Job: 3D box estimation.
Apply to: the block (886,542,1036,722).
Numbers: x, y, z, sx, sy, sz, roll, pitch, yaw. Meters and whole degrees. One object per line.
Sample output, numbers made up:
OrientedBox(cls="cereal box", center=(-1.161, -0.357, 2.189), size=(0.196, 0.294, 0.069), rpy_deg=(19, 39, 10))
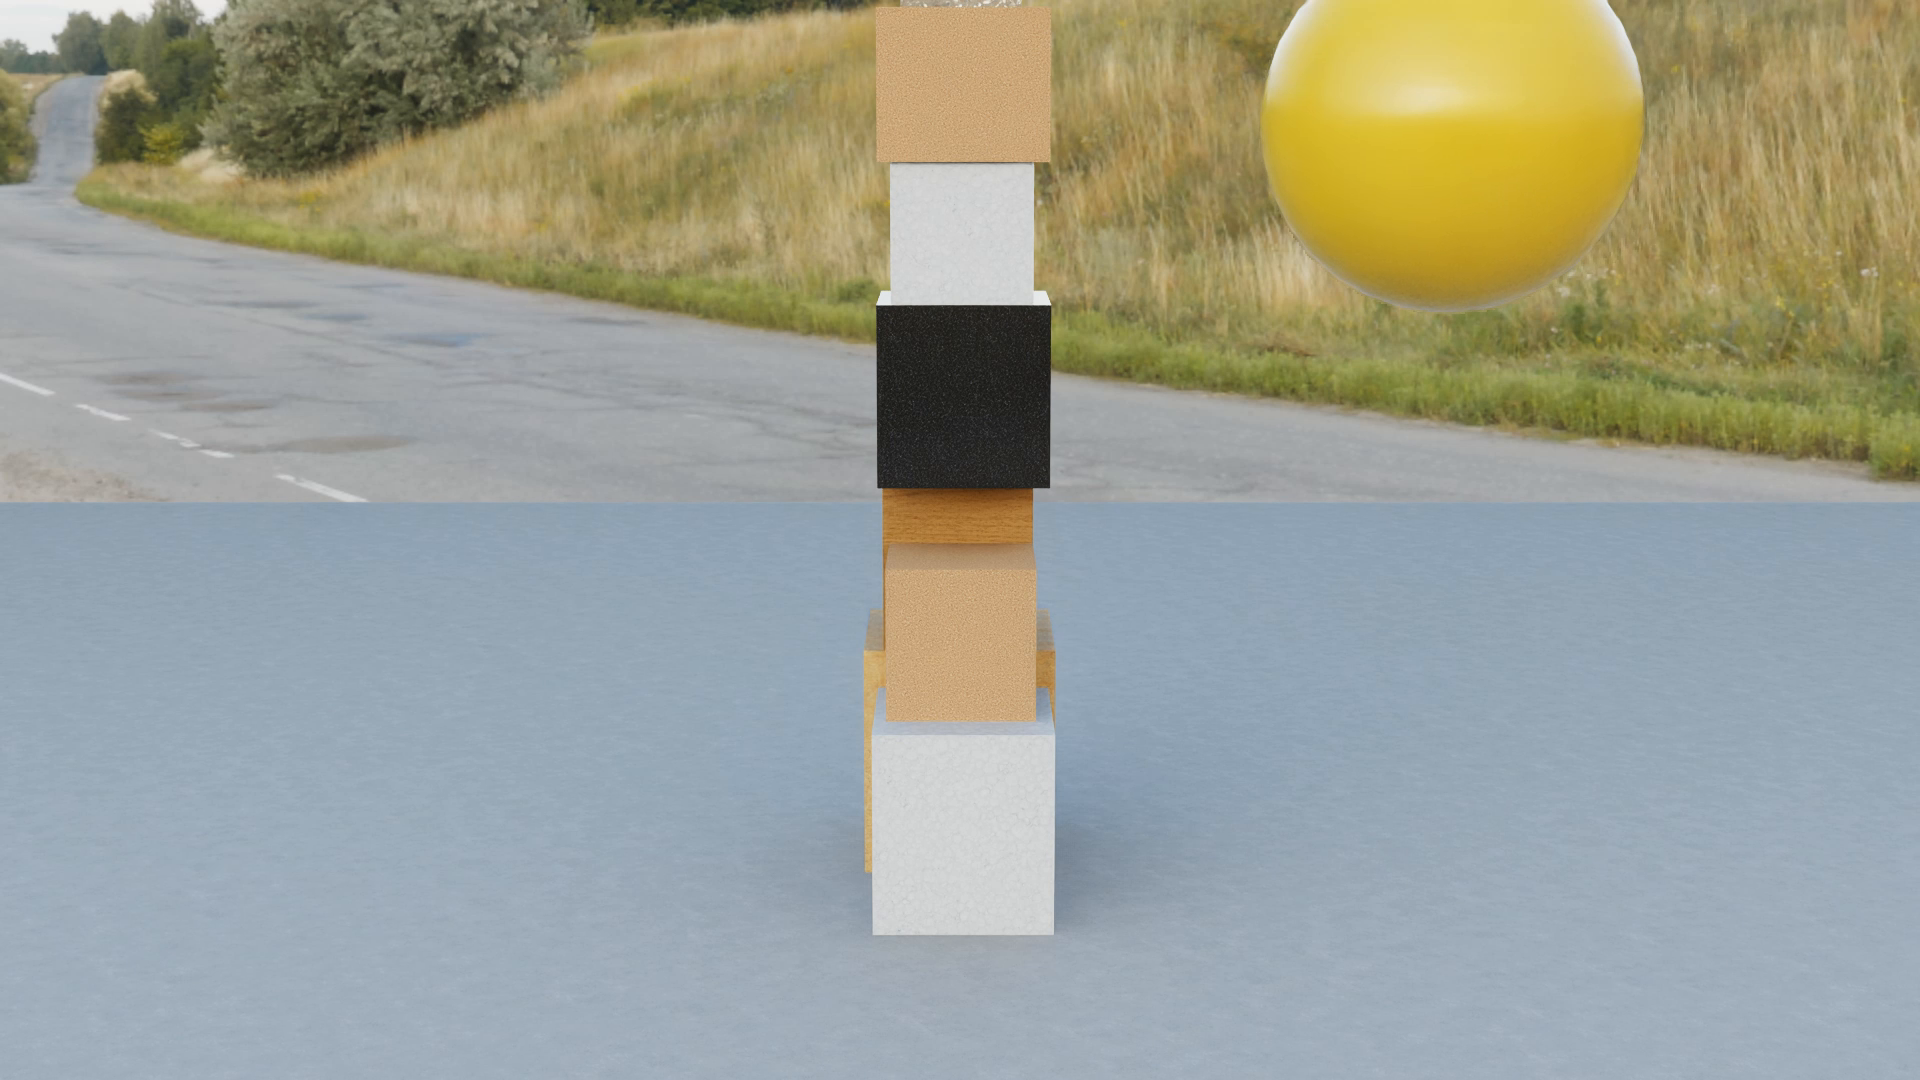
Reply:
OrientedBox(cls="block", center=(0.004, 0.384, 10.908), size=(0.623, 0.643, 0.610), rpy_deg=(0, 10, 0))

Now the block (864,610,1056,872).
OrientedBox(cls="block", center=(-0.002, 0.903, 11.773), size=(0.841, 1.010, 0.890), rpy_deg=(0, 10, 0))

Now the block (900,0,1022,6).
OrientedBox(cls="block", center=(0.003, -2.532, 10.720), size=(0.497, 0.614, 0.533), rpy_deg=(0, 10, 0))

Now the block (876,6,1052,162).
OrientedBox(cls="block", center=(0.014, -1.923, 10.831), size=(0.713, 0.624, 0.721), rpy_deg=(0, 10, 0))

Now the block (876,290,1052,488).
OrientedBox(cls="block", center=(0.015, -0.659, 11.061), size=(0.726, 0.770, 0.706), rpy_deg=(0, 10, 0))

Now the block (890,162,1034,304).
OrientedBox(cls="block", center=(0.009, -1.327, 10.939), size=(0.593, 0.588, 0.667), rpy_deg=(0, 10, 0))

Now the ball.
OrientedBox(cls="ball", center=(2.074, -1.765, 10.859), size=(1.600, 1.600, 1.600), rpy_deg=(0, 10, 0))

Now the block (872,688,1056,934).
OrientedBox(cls="block", center=(0.014, 1.139, 10.930), size=(0.747, 0.849, 0.833), rpy_deg=(0, 10, 0))

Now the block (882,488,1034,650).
OrientedBox(cls="block", center=(-0.010, 0.046, 11.504), size=(0.654, 0.774, 0.663), rpy_deg=(0, 10, 0))
